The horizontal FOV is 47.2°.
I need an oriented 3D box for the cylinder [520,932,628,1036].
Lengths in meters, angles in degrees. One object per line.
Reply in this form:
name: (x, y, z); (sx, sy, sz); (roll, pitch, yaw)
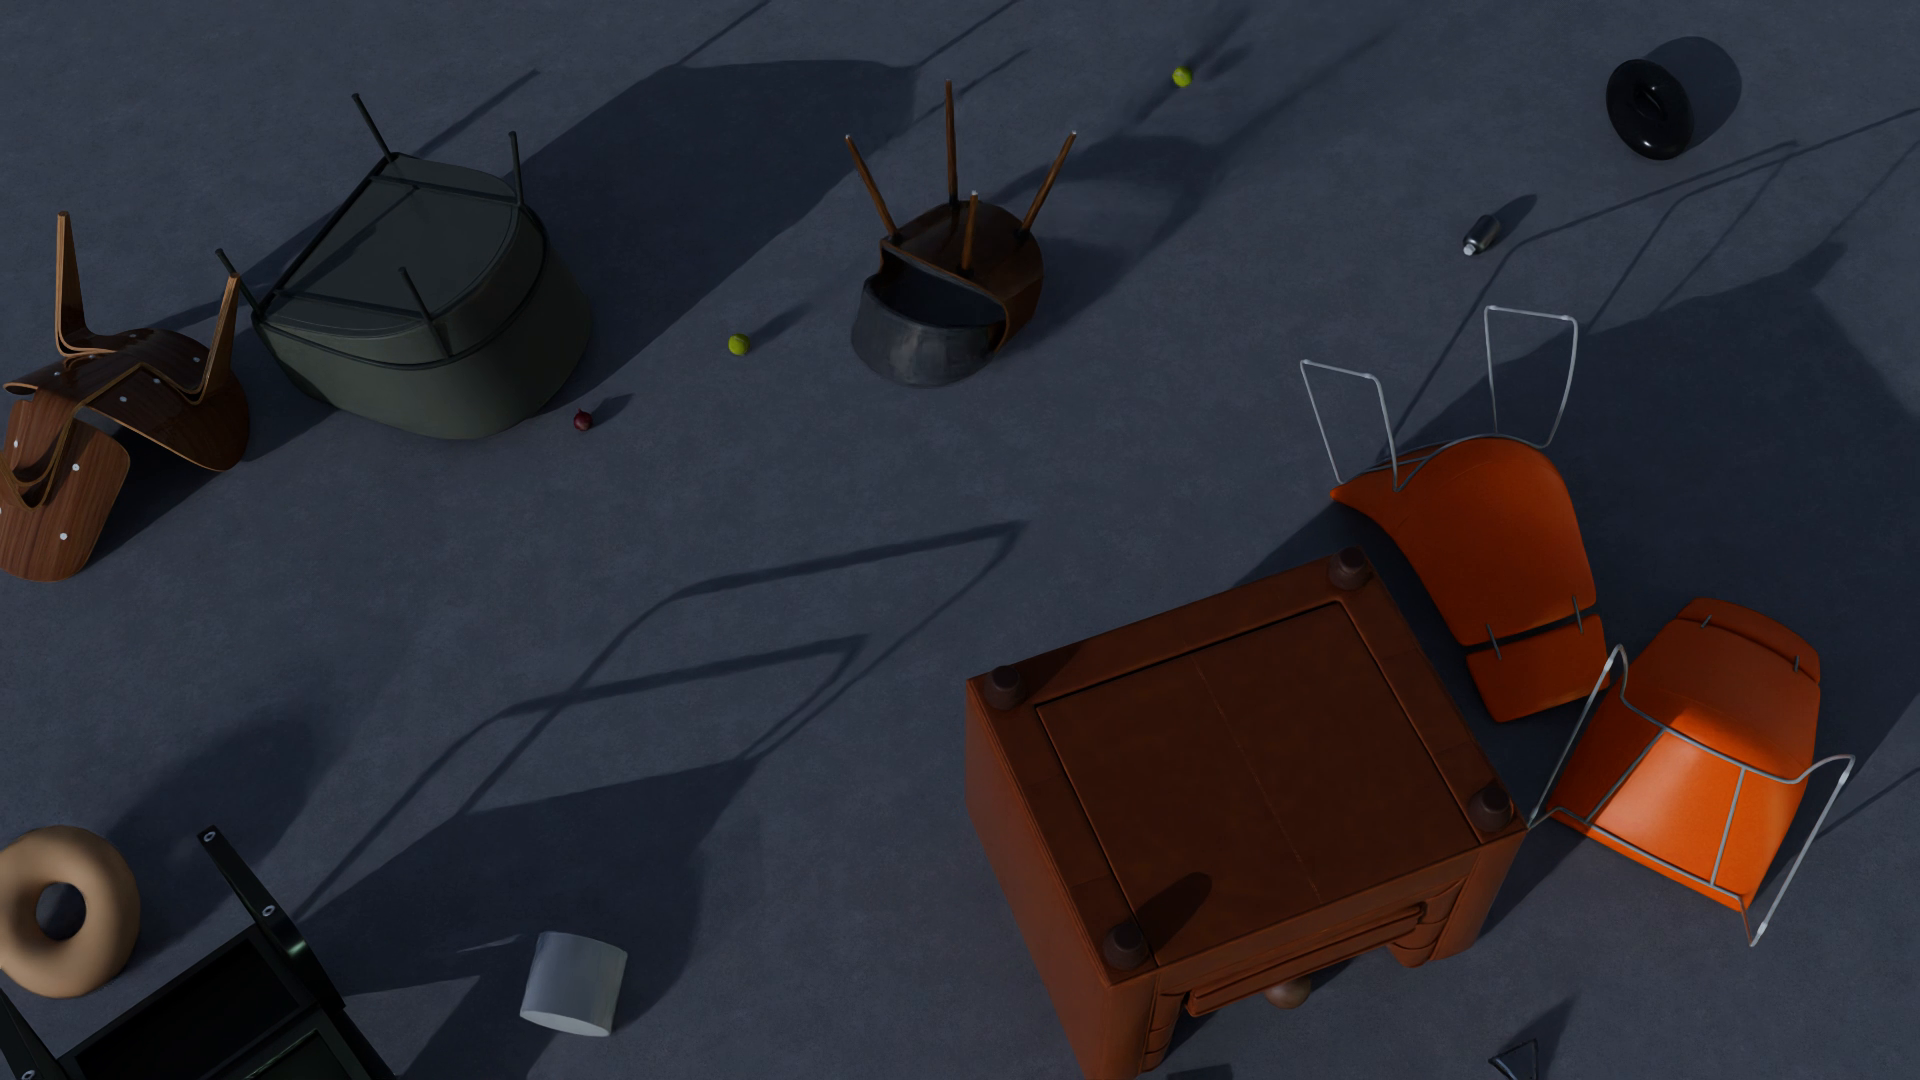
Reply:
cylinder: (-1.003, 1.155, 5.720); (0.239, 0.112, 0.220); (16, 56, -12)

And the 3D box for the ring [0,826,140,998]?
ring: (-2.369, 0.977, 5.793); (0.403, 0.119, 0.465); (-27, 77, -8)

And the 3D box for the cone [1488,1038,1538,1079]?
cone: (1.447, 1.373, 5.631); (0.156, 0.071, 0.147); (-17, 72, -20)

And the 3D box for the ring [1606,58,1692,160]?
ring: (2.348, -1.467, 7.490); (0.279, 0.116, 0.448); (-3, 55, -4)

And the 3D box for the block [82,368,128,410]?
block: (-2.664, -0.469, 6.849); (0.075, 0.066, 0.095); (22, 59, 14)
